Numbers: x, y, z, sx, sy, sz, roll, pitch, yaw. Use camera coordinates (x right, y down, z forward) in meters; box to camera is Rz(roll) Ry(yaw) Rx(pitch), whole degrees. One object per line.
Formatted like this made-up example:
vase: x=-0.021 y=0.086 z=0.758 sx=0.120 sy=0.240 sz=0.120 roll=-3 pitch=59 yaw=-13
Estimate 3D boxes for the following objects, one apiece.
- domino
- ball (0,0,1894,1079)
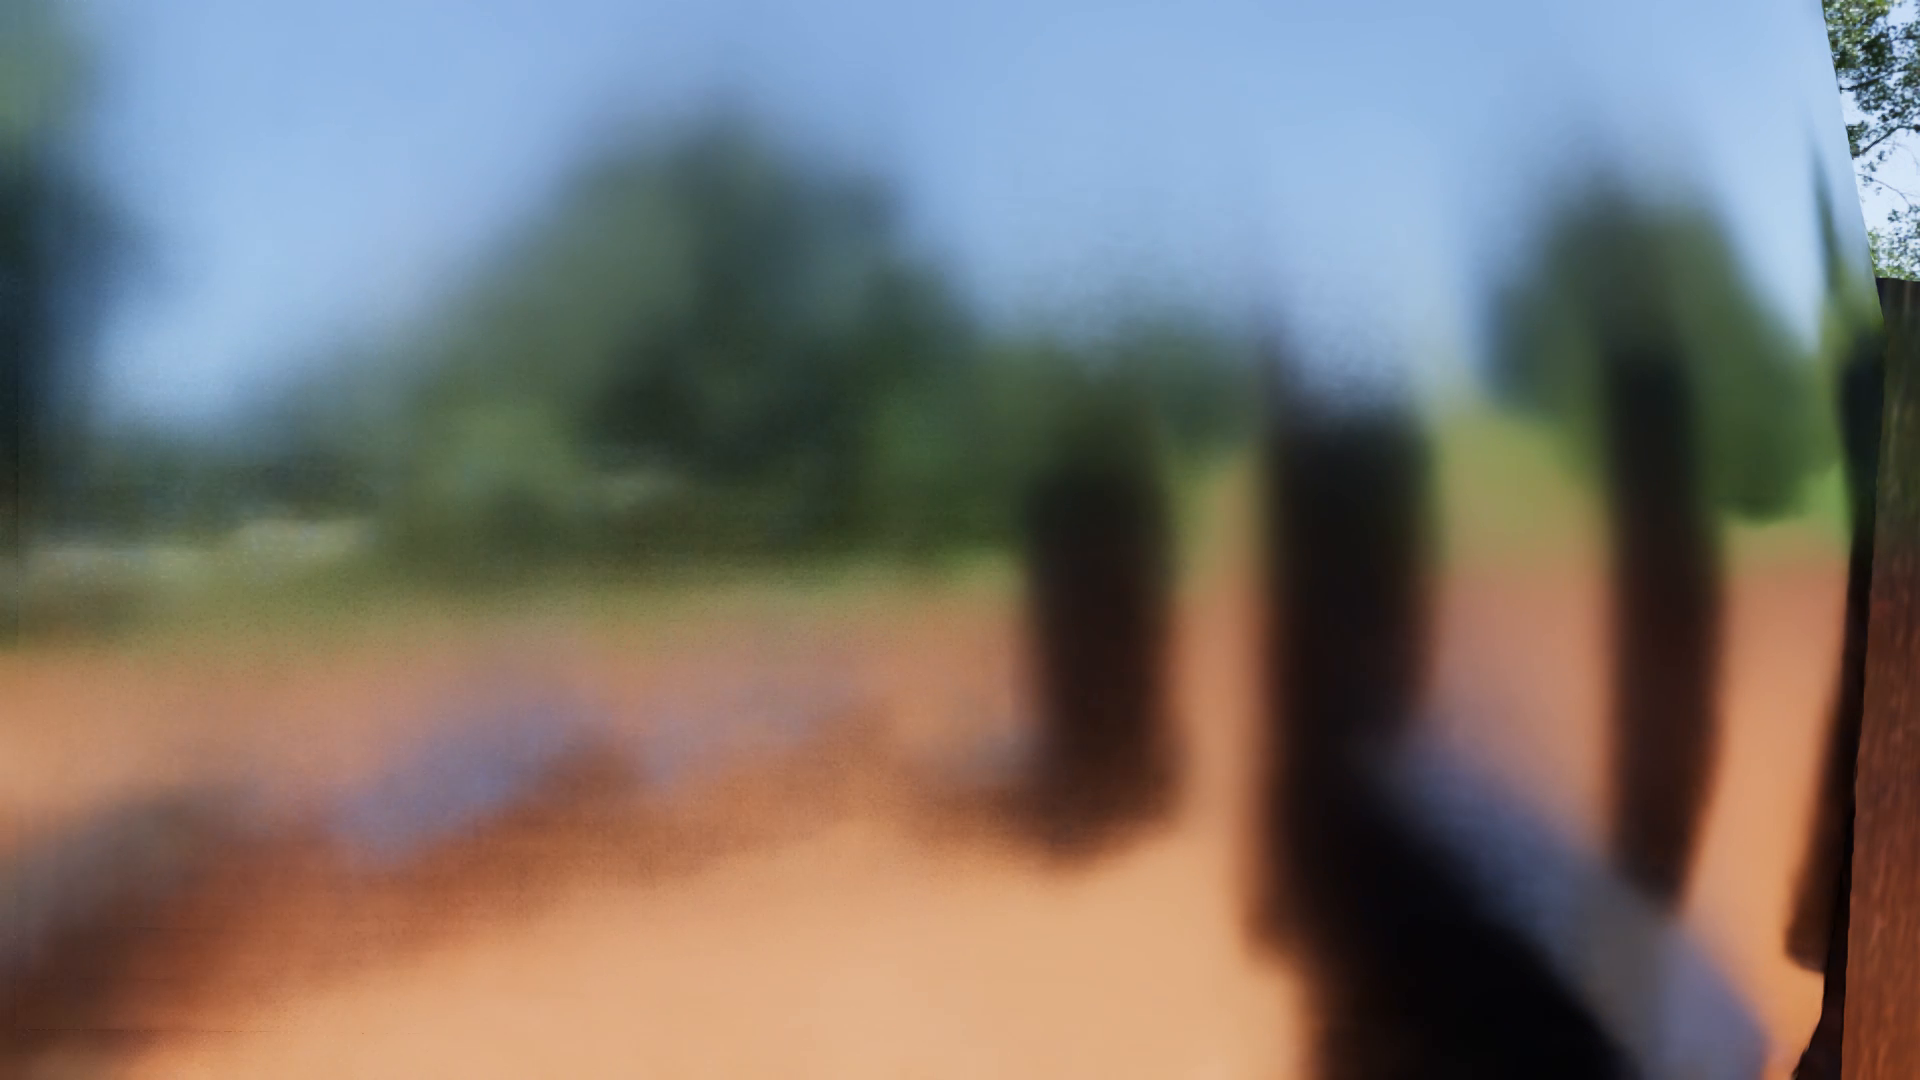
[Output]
domino: x=0.051 y=0.012 z=0.070 sx=0.025 sy=0.050 sz=0.010 roll=-2 pitch=5 yaw=-28
ball: x=-0.017 y=-0.001 z=0.044 sx=0.080 sy=0.080 sz=0.080 roll=0 pitch=4 yaw=0
